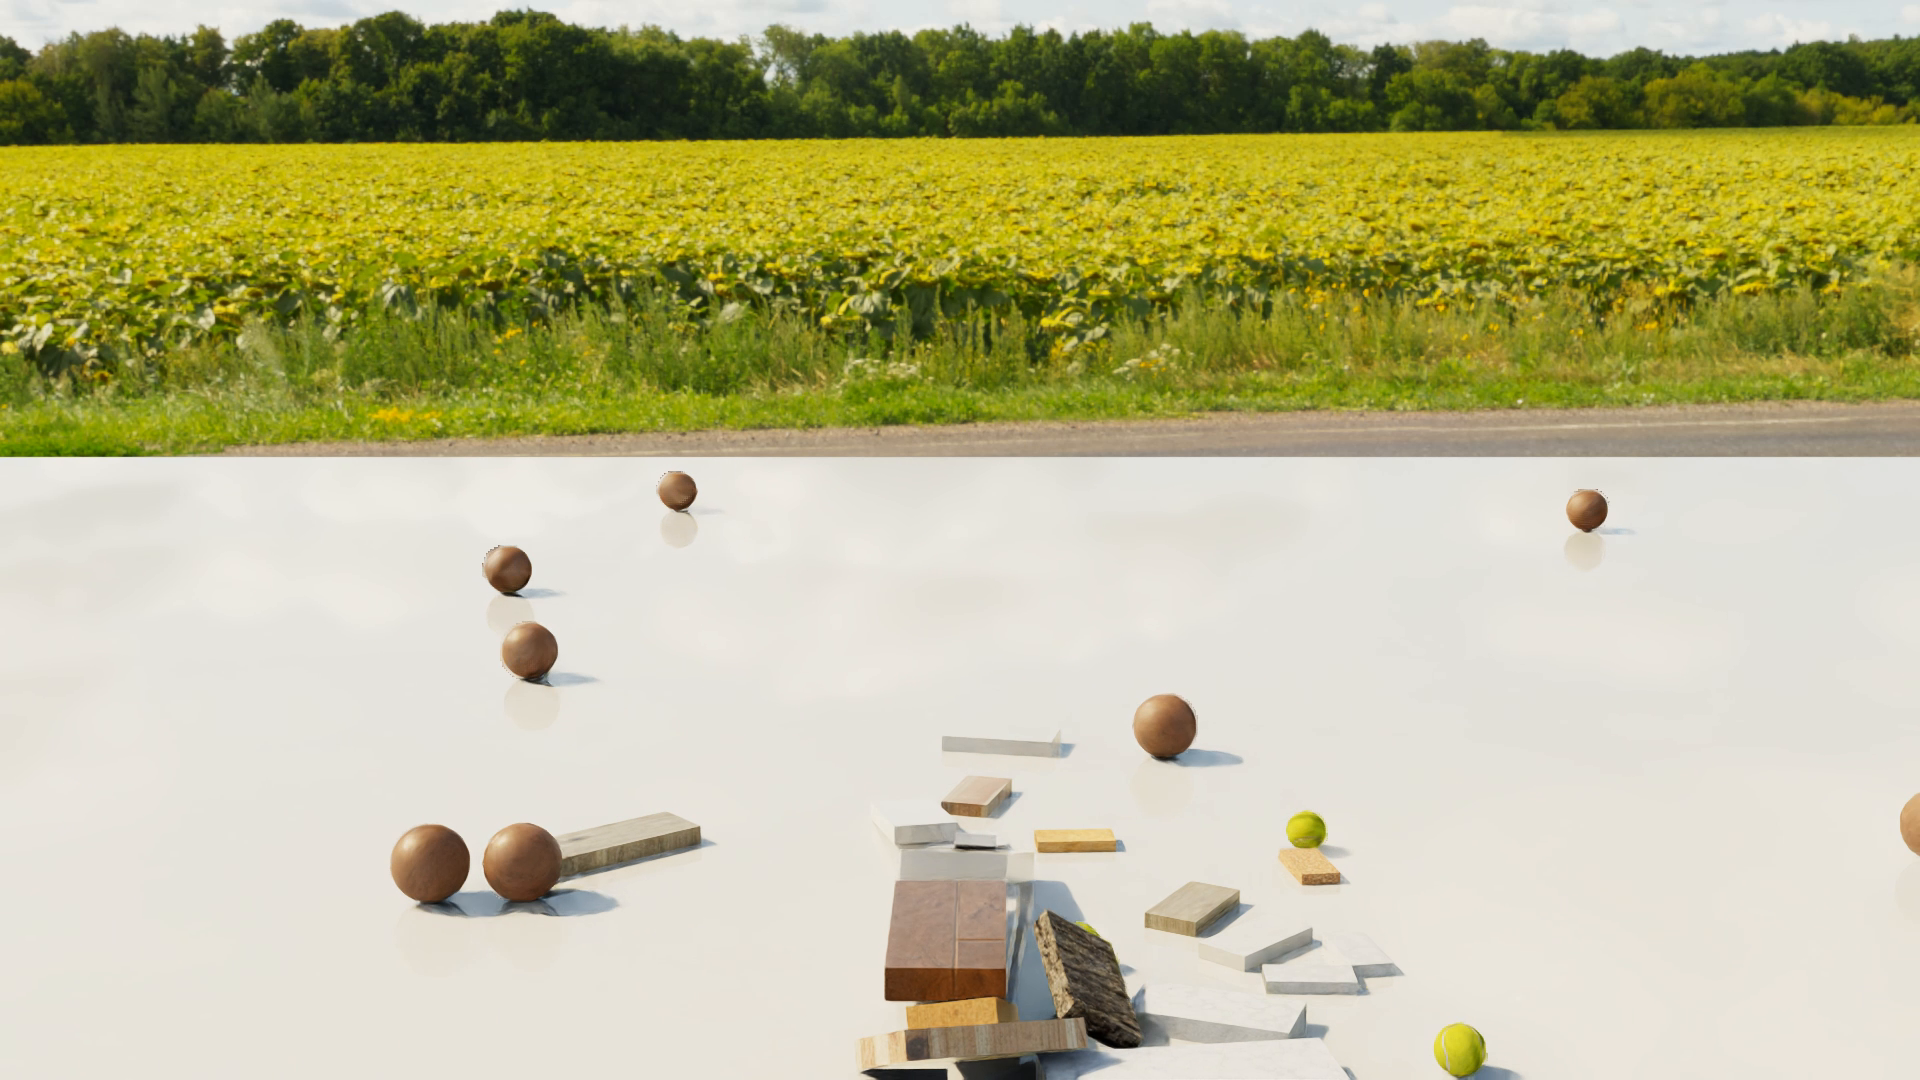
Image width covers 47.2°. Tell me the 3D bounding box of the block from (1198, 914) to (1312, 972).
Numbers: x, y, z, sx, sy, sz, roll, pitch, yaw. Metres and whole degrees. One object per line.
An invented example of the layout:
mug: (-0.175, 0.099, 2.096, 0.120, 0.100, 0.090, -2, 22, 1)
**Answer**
block: (0.460, 0.624, 3.416, 0.088, 0.025, 0.176, 10, 15, 43)

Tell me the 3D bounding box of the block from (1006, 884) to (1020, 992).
block: (-0.004, 0.599, 3.308, 0.167, 0.047, 0.335, 1, 12, 5)

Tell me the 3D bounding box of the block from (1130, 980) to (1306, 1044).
block: (0.362, 0.675, 3.117, 0.237, 0.034, 0.118, 4, 11, 20)

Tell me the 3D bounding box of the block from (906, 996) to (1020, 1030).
block: (0.007, 0.645, 2.966, 0.118, 0.034, 0.237, -8, -16, 7)

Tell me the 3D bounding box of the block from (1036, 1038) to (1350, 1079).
block: (0.305, 0.713, 2.901, 0.391, 0.039, 0.137, -1, 11, -8)

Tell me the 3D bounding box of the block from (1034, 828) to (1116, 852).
block: (0.204, 0.535, 3.913, 0.139, 0.020, 0.069, -1, 11, -3)

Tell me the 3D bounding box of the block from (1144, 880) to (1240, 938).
block: (0.377, 0.597, 3.563, 0.088, 0.025, 0.176, 6, 12, 30)

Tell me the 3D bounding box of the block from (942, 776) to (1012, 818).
block: (0.032, 0.485, 4.165, 0.088, 0.025, 0.176, 3, 11, 16)

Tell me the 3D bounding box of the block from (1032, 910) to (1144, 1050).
block: (0.177, 0.619, 3.088, 0.118, 0.034, 0.237, 31, 15, -18)

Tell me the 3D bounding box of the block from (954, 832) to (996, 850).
block: (0.025, 0.526, 3.771, 0.069, 0.020, 0.139, 4, -18, 0)

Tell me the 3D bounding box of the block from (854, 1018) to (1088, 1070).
block: (0.015, 0.664, 2.898, 0.274, 0.039, 0.137, 3, -18, -30)

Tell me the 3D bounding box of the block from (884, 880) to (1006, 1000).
block: (-0.017, 0.576, 3.187, 0.167, 0.047, 0.335, 0, 12, 1)

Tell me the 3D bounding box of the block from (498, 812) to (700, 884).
block: (-0.629, 0.538, 3.862, 0.339, 0.032, 0.114, -9, 14, -39)

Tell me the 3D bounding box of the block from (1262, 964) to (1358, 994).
block: (0.520, 0.654, 3.273, 0.134, 0.019, 0.067, 0, 11, 2)

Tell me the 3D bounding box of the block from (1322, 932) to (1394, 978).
block: (0.610, 0.635, 3.374, 0.067, 0.019, 0.134, -2, 11, -9)

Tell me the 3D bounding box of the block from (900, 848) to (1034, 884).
block: (0.016, 0.530, 3.577, 0.167, 0.047, 0.335, 1, -7, 9)

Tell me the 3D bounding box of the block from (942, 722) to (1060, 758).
block: (0.086, 0.412, 4.541, 0.228, 0.032, 0.114, 2, 11, 12)

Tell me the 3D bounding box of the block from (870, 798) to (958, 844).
block: (-0.084, 0.506, 3.968, 0.114, 0.032, 0.228, -2, 5, -13)

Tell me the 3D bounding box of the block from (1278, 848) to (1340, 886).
block: (0.600, 0.560, 3.778, 0.067, 0.019, 0.134, -2, 11, -8)

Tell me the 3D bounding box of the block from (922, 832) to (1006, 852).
block: (0.007, 0.541, 3.880, 0.139, 0.020, 0.069, -2, 11, -12)

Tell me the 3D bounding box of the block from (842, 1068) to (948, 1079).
block: (-0.083, 0.739, 2.760, 0.137, 0.039, 0.274, 0, 11, -1)
